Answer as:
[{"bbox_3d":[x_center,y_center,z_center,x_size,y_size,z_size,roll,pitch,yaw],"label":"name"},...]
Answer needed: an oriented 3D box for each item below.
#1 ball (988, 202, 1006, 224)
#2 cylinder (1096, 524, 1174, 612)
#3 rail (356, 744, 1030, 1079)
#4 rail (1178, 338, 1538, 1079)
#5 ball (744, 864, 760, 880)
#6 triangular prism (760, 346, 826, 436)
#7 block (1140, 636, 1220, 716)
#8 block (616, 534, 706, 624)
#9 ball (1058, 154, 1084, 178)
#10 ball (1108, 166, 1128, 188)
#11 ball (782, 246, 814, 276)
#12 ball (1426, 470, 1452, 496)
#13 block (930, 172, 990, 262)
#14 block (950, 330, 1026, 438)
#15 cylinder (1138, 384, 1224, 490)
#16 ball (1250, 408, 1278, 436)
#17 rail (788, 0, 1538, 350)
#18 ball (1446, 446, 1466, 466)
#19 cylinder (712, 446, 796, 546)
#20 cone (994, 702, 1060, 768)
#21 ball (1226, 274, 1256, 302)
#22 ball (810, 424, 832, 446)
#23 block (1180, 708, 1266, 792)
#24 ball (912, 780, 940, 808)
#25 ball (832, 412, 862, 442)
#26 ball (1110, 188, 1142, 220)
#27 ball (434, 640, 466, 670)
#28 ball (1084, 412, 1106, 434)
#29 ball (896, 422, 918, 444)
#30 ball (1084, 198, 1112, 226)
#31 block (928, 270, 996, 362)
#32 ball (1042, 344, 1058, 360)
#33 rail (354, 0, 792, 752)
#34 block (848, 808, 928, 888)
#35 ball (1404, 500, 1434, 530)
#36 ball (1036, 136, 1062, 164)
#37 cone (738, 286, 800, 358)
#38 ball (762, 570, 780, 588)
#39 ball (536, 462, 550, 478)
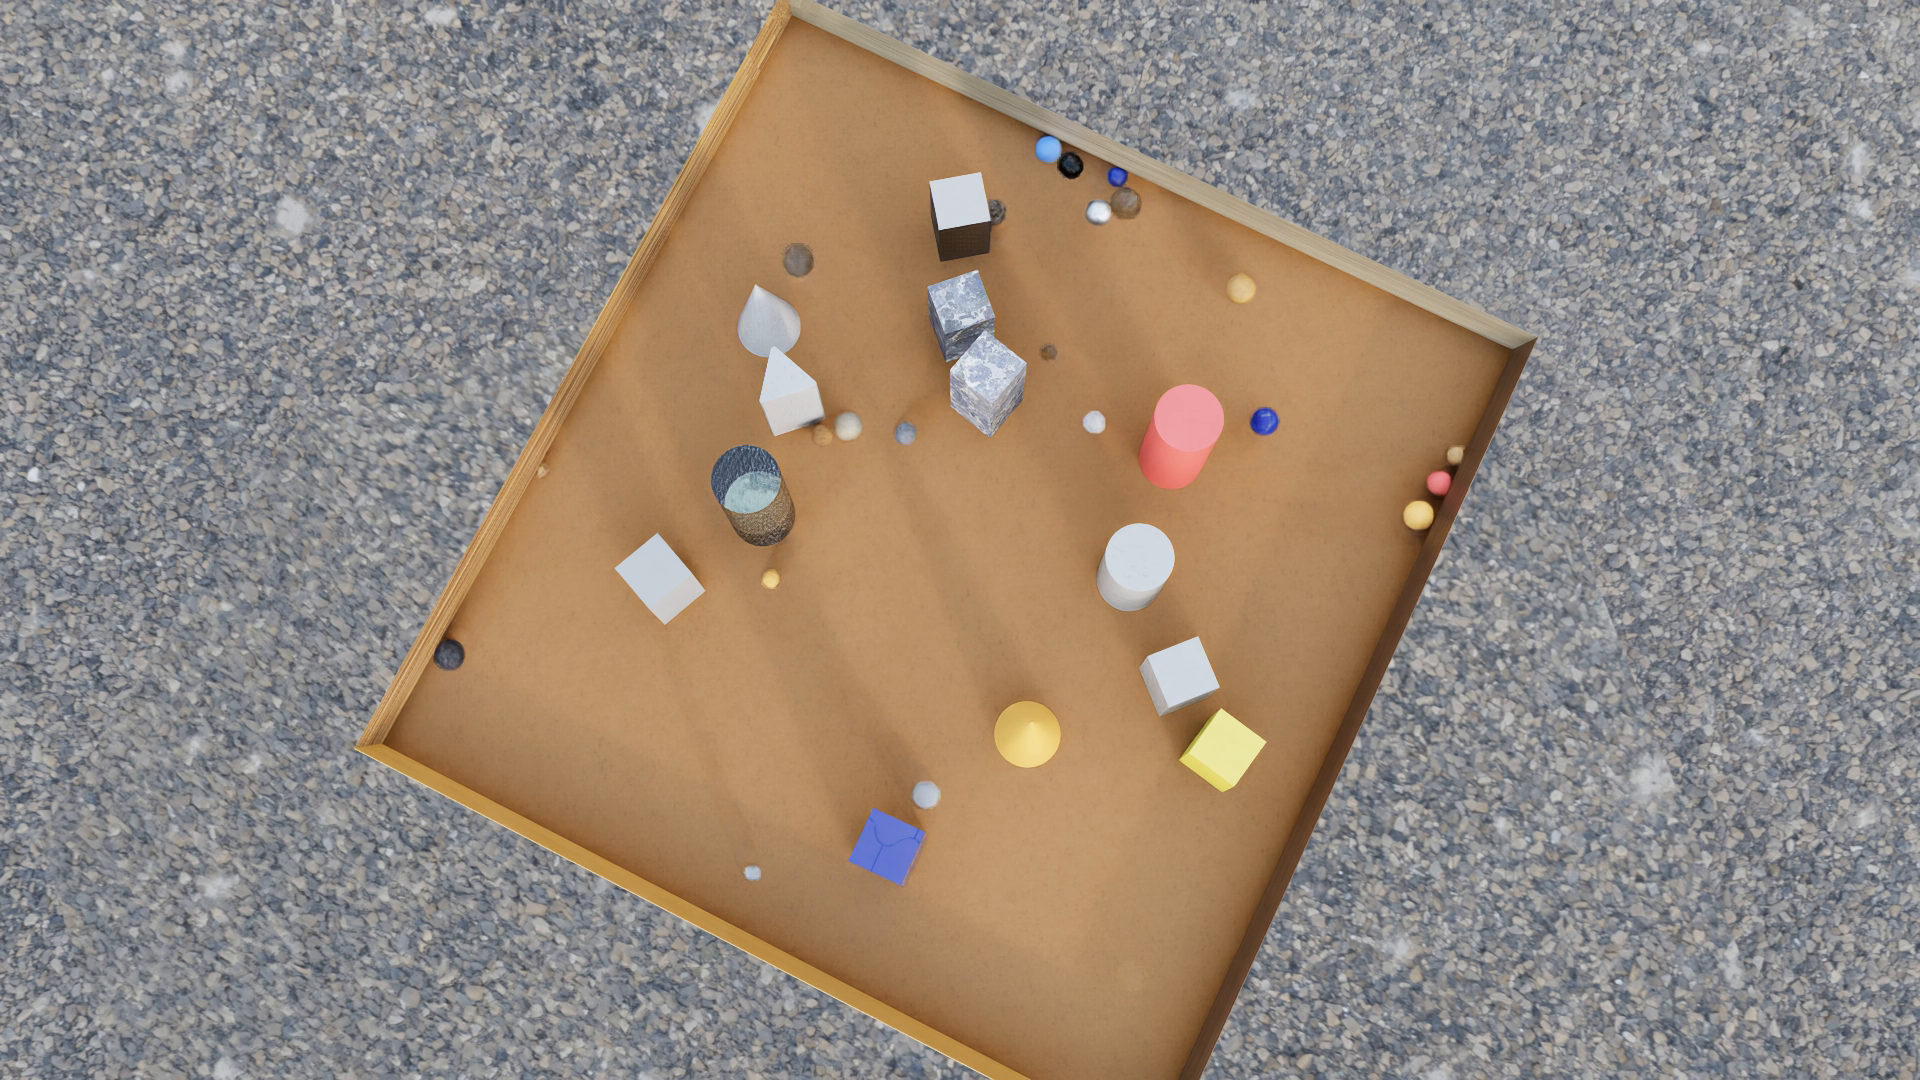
[{"bbox_3d":[0.109,-1.034,5.793,0.074,0.074,0.074,0,78,0],"label":"ball"},{"bbox_3d":[0.516,0.085,5.421,0.199,0.348,0.199,0,78,0],"label":"cylinder"},{"bbox_3d":[-0.596,1.174,5.307,2.608,0.129,0.045,26,80,5],"label":"rail"},{"bbox_3d":[1.145,0.568,5.432,0.045,0.129,2.711,26,80,5],"label":"rail"},{"bbox_3d":[-0.611,0.978,5.391,0.046,0.046,0.046,0,78,0],"label":"ball"},{"bbox_3d":[-0.522,-0.458,5.521,0.172,0.372,0.149,-18,79,-4],"label":"triangular prism"},{"bbox_3d":[0.644,0.405,5.403,0.159,0.254,0.159,-21,79,-4],"label":"block"},{"bbox_3d":[-0.888,0.118,5.445,0.159,0.288,0.159,-40,81,-8],"label":"block"},{"bbox_3d":[0.353,-1.187,5.822,0.079,0.079,0.079,0,78,0],"label":"ball"},{"bbox_3d":[0.502,-1.154,5.823,0.064,0.064,0.064,0,78,0],"label":"ball"},{"bbox_3d":[-0.507,-0.875,5.748,0.098,0.098,0.098,0,78,0],"label":"ball"},{"bbox_3d":[1.469,-0.174,5.614,0.075,0.075,0.075,0,78,0],"label":"ball"},{"bbox_3d":[0.000,-0.999,5.684,0.159,0.274,0.159,-11,79,-2],"label":"block"},{"bbox_3d":[0.083,-0.464,5.515,0.159,0.388,0.159,39,81,7],"label":"block"},{"bbox_3d":[0.652,-0.300,5.442,0.199,0.463,0.199,0,78,0],"label":"cylinder"},{"bbox_3d":[0.938,-0.363,5.648,0.086,0.086,0.086,0,78,0],"label":"ball"},{"bbox_3d":[0.596,-1.160,5.790,2.608,0.129,0.045,26,80,5],"label":"rail"},{"bbox_3d":[1.529,-0.258,5.639,0.060,0.060,0.060,0,78,0],"label":"ball"},{"bbox_3d":[-0.605,-0.125,5.405,0.199,0.465,0.199,0,78,0],"label":"cylinder"},{"bbox_3d":[0.202,0.547,5.327,0.199,0.345,0.199,0,78,0],"label":"cone"},{"bbox_3d":[0.878,-0.787,5.733,0.091,0.091,0.091,0,78,0],"label":"ball"},{"bbox_3d":[-0.426,-0.323,5.649,0.068,0.068,0.068,0,78,0],"label":"ball"},{"bbox_3d":[0.766,0.618,5.363,0.159,0.246,0.159,37,81,7],"label":"block"},{"bbox_3d":[-0.101,0.752,5.420,0.081,0.081,0.081,0,78,0],"label":"ball"},{"bbox_3d":[-0.346,-0.349,5.643,0.091,0.091,0.091,0,78,0],"label":"ball"},{"bbox_3d":[0.525,-1.063,5.786,0.099,0.099,0.099,0,78,0],"label":"ball"},{"bbox_3d":[-1.530,0.343,5.500,0.089,0.089,0.089,0,78,0],"label":"ball"},{"bbox_3d":[0.416,-0.362,5.656,0.070,0.070,0.070,0,78,0],"label":"ball"},{"bbox_3d":[-0.166,-0.331,5.651,0.068,0.068,0.068,0,78,0],"label":"ball"},{"bbox_3d":[0.436,-1.035,5.788,0.084,0.084,0.084,0,78,0],"label":"ball"},{"bbox_3d":[0.004,-0.683,5.615,0.159,0.280,0.159,-19,79,-4],"label":"block"},{"bbox_3d":[0.278,-0.584,5.712,0.049,0.049,0.049,0,78,0],"label":"ball"},{"bbox_3d":[-1.145,-0.554,5.664,0.045,0.129,2.711,26,80,5],"label":"rail"},{"bbox_3d":[-0.201,0.883,5.236,0.159,0.388,0.159,24,79,5],"label":"block"},{"bbox_3d":[1.398,-0.074,5.586,0.091,0.091,0.091,0,78,0],"label":"ball"},{"bbox_3d":[0.284,-1.242,5.831,0.084,0.084,0.084,0,78,0],"label":"ball"},{"bbox_3d":[-0.599,-0.709,5.562,0.199,0.395,0.199,0,78,0],"label":"cone"},{"bbox_3d":[-0.573,0.117,5.565,0.053,0.053,0.053,0,78,0],"label":"ball"},{"bbox_3d":[-1.285,-0.215,5.638,0.045,0.045,0.045,0,78,0],"label":"ball"}]
